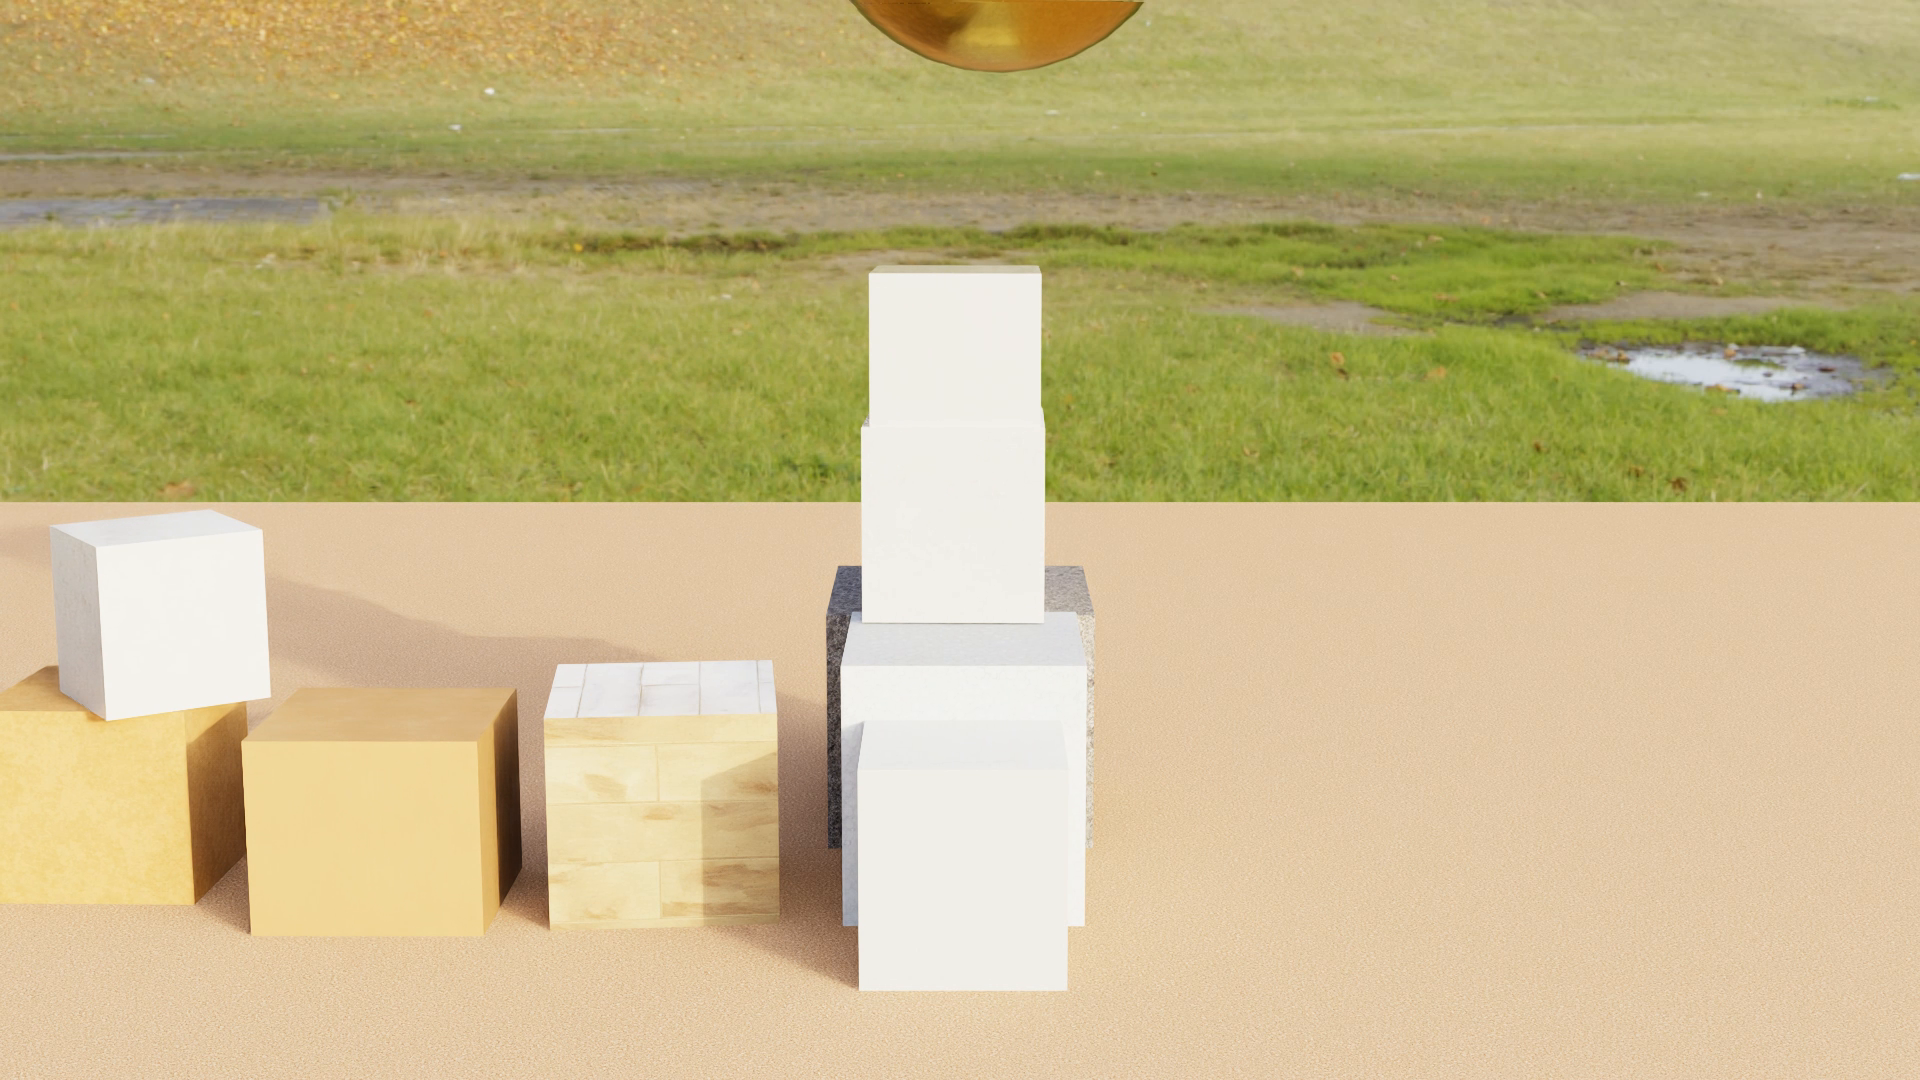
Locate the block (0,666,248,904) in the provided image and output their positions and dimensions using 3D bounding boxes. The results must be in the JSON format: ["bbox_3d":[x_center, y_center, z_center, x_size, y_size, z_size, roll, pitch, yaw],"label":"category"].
[{"bbox_3d":[-3.717,1.066,11.333,0.906,0.848,0.852,0,10,1],"label":"block"}]

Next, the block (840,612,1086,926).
[{"bbox_3d":[0.017,0.967,11.136,1.008,1.113,1.076,0,10,0],"label":"block"}]

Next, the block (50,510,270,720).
[{"bbox_3d":[-3.453,0.308,11.075,0.707,0.735,0.639,-7,13,-35],"label":"block"}]

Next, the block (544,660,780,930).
[{"bbox_3d":[-1.273,1.080,11.087,0.951,0.907,0.976,-1,10,-5],"label":"block"}]

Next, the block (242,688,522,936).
[{"bbox_3d":[-2.441,1.143,10.964,0.958,0.828,0.934,0,10,0],"label":"block"}]

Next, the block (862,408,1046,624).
[{"bbox_3d":[-0.022,-0.128,11.667,0.801,0.863,0.882,0,9,1],"label":"block"}]

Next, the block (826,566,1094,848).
[{"bbox_3d":[0.002,0.772,12.262,1.214,1.094,1.189,0,10,0],"label":"block"}]

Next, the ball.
[{"bbox_3d":[0.157,-2.757,10.679,1.600,1.600,1.600,0,10,0],"label":"ball"}]

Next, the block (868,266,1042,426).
[{"bbox_3d":[-0.015,-0.886,11.565,0.747,0.666,0.817,0,9,1],"label":"block"}]

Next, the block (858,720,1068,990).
[{"bbox_3d":[0.012,1.245,10.245,0.807,0.884,0.756,0,10,0],"label":"block"}]
